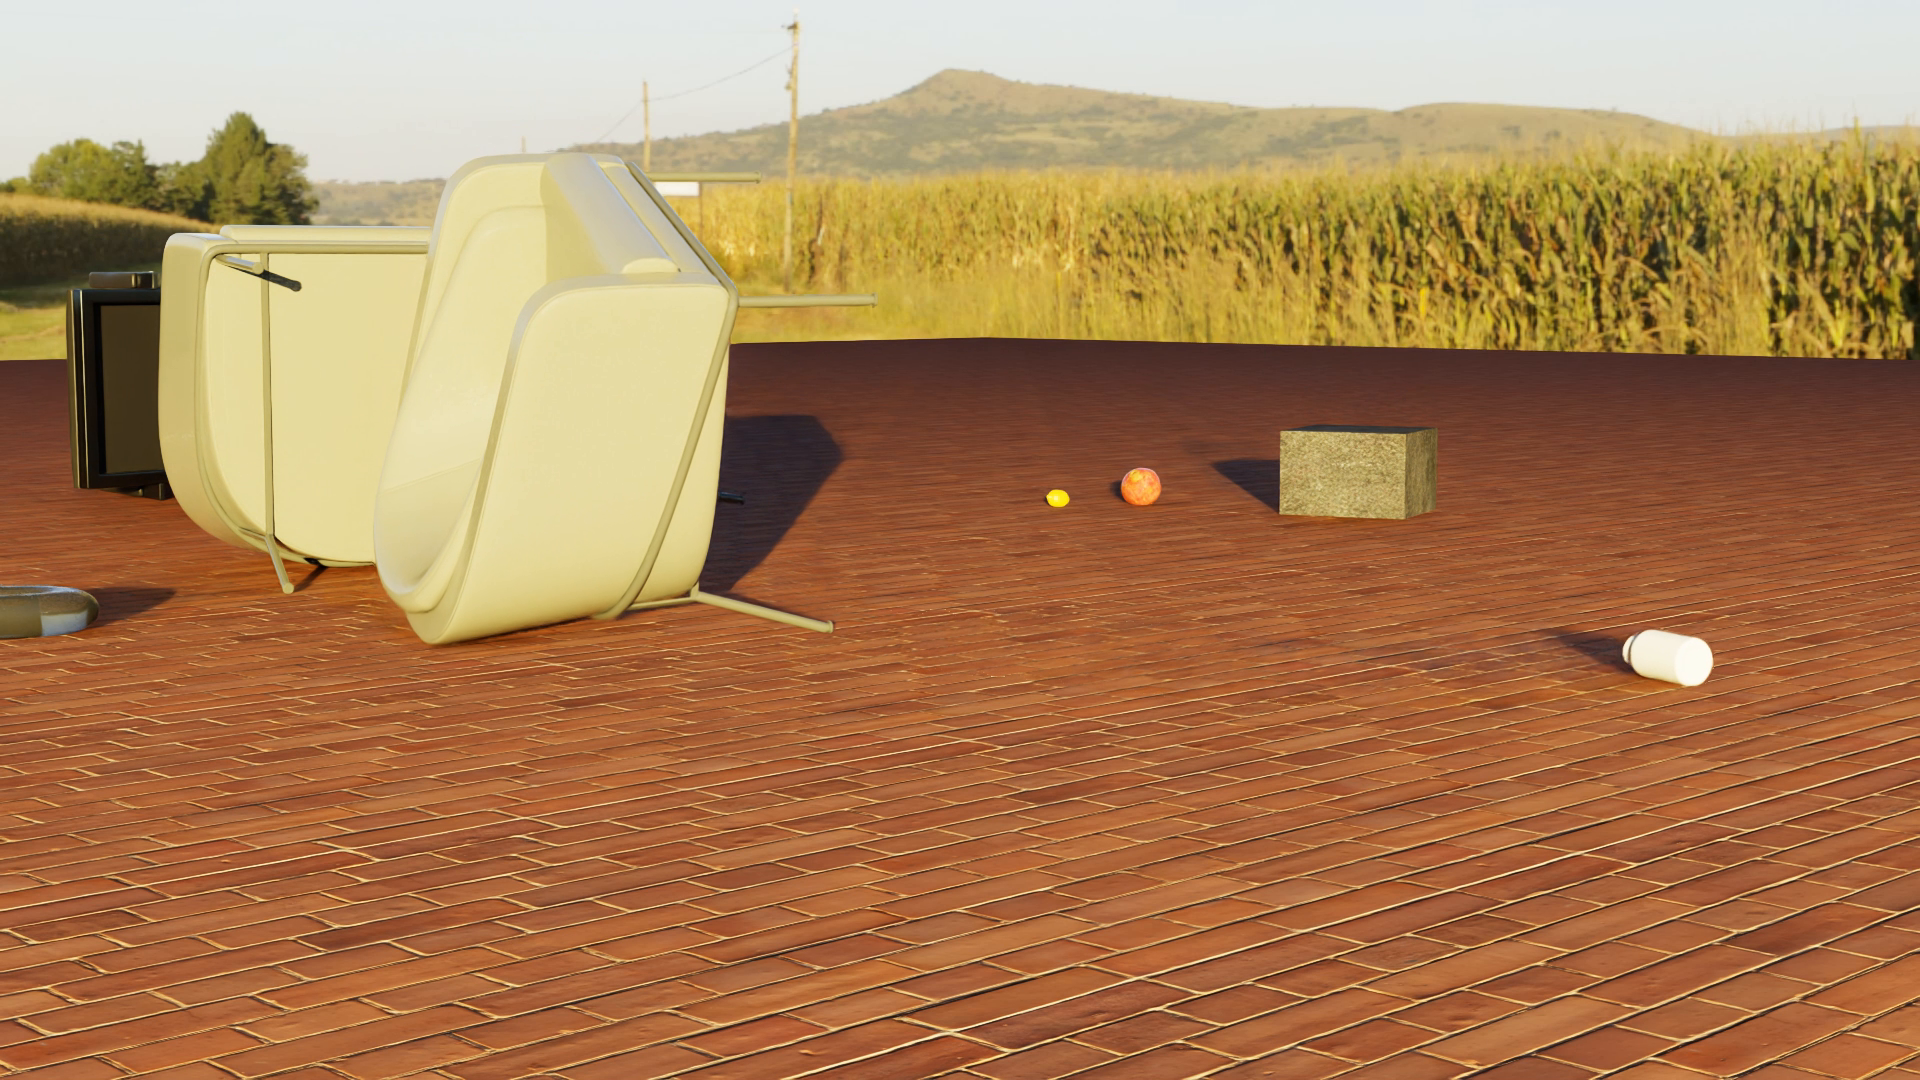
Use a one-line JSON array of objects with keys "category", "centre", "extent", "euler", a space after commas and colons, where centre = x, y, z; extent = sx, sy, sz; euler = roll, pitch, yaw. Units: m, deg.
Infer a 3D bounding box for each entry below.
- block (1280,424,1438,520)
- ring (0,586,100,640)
[{"category": "block", "centre": [1.116, -0.194, 7.168], "extent": [0.353, 0.231, 0.334], "euler": [3, 6, 25]}, {"category": "ring", "centre": [-1.764, 0.134, 4.722], "extent": [0.345, 0.082, 0.196], "euler": [-2, 7, -25]}]
